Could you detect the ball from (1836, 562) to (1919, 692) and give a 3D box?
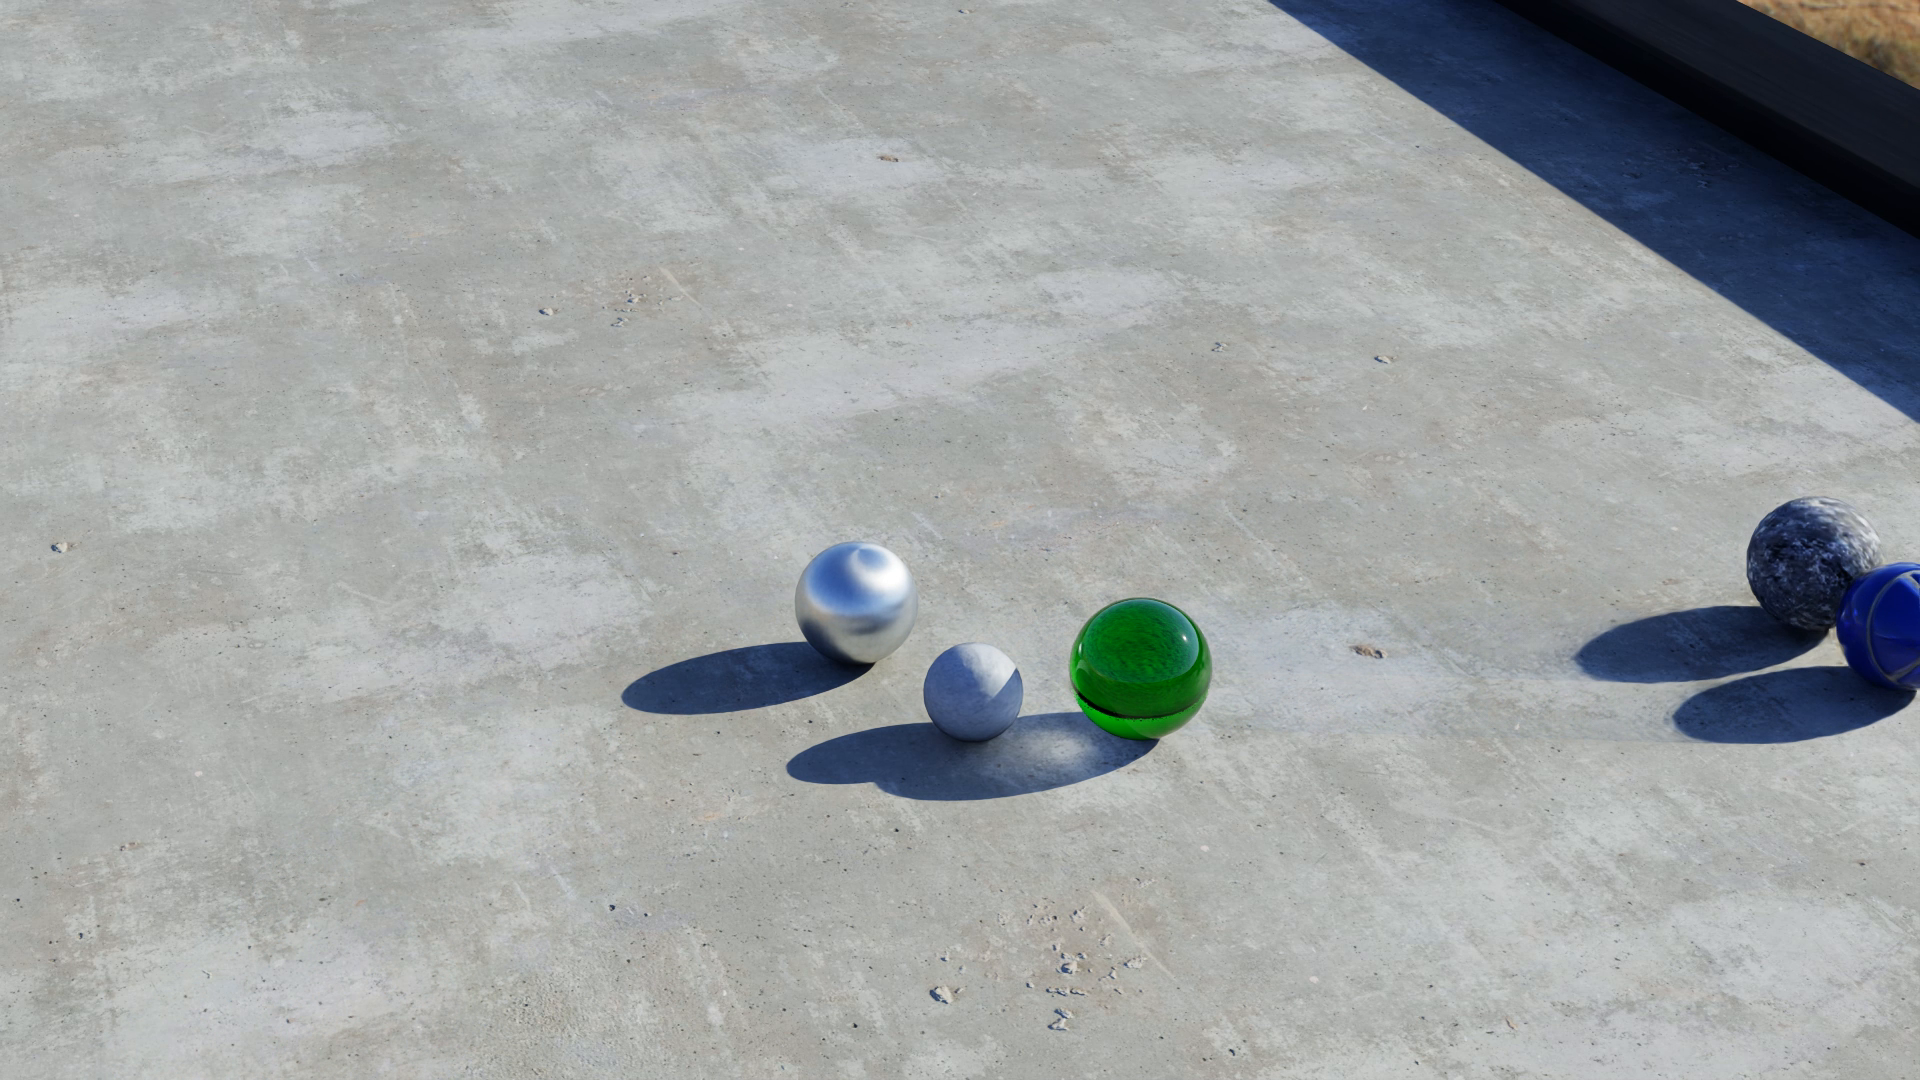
[{"bbox_3d":[0.584,0.054,1.822,0.080,0.080,0.080,0,27,0],"label":"ball"}]

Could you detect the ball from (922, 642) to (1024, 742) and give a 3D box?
[{"bbox_3d":[0.008,0.092,1.769,0.060,0.060,0.060,0,27,0],"label":"ball"}]

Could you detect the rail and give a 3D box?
[{"bbox_3d":[0.649,-0.516,2.908,0.045,0.123,3.342,-9,28,-17],"label":"rail"}]

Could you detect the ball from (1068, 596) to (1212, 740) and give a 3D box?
[{"bbox_3d":[0.109,0.077,1.768,0.086,0.086,0.086,0,27,0],"label":"ball"}]

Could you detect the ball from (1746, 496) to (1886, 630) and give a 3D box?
[{"bbox_3d":[0.550,0.015,1.892,0.086,0.086,0.086,0,27,0],"label":"ball"}]

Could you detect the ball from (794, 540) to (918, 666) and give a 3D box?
[{"bbox_3d":[-0.065,0.040,1.852,0.078,0.078,0.078,0,27,0],"label":"ball"}]
